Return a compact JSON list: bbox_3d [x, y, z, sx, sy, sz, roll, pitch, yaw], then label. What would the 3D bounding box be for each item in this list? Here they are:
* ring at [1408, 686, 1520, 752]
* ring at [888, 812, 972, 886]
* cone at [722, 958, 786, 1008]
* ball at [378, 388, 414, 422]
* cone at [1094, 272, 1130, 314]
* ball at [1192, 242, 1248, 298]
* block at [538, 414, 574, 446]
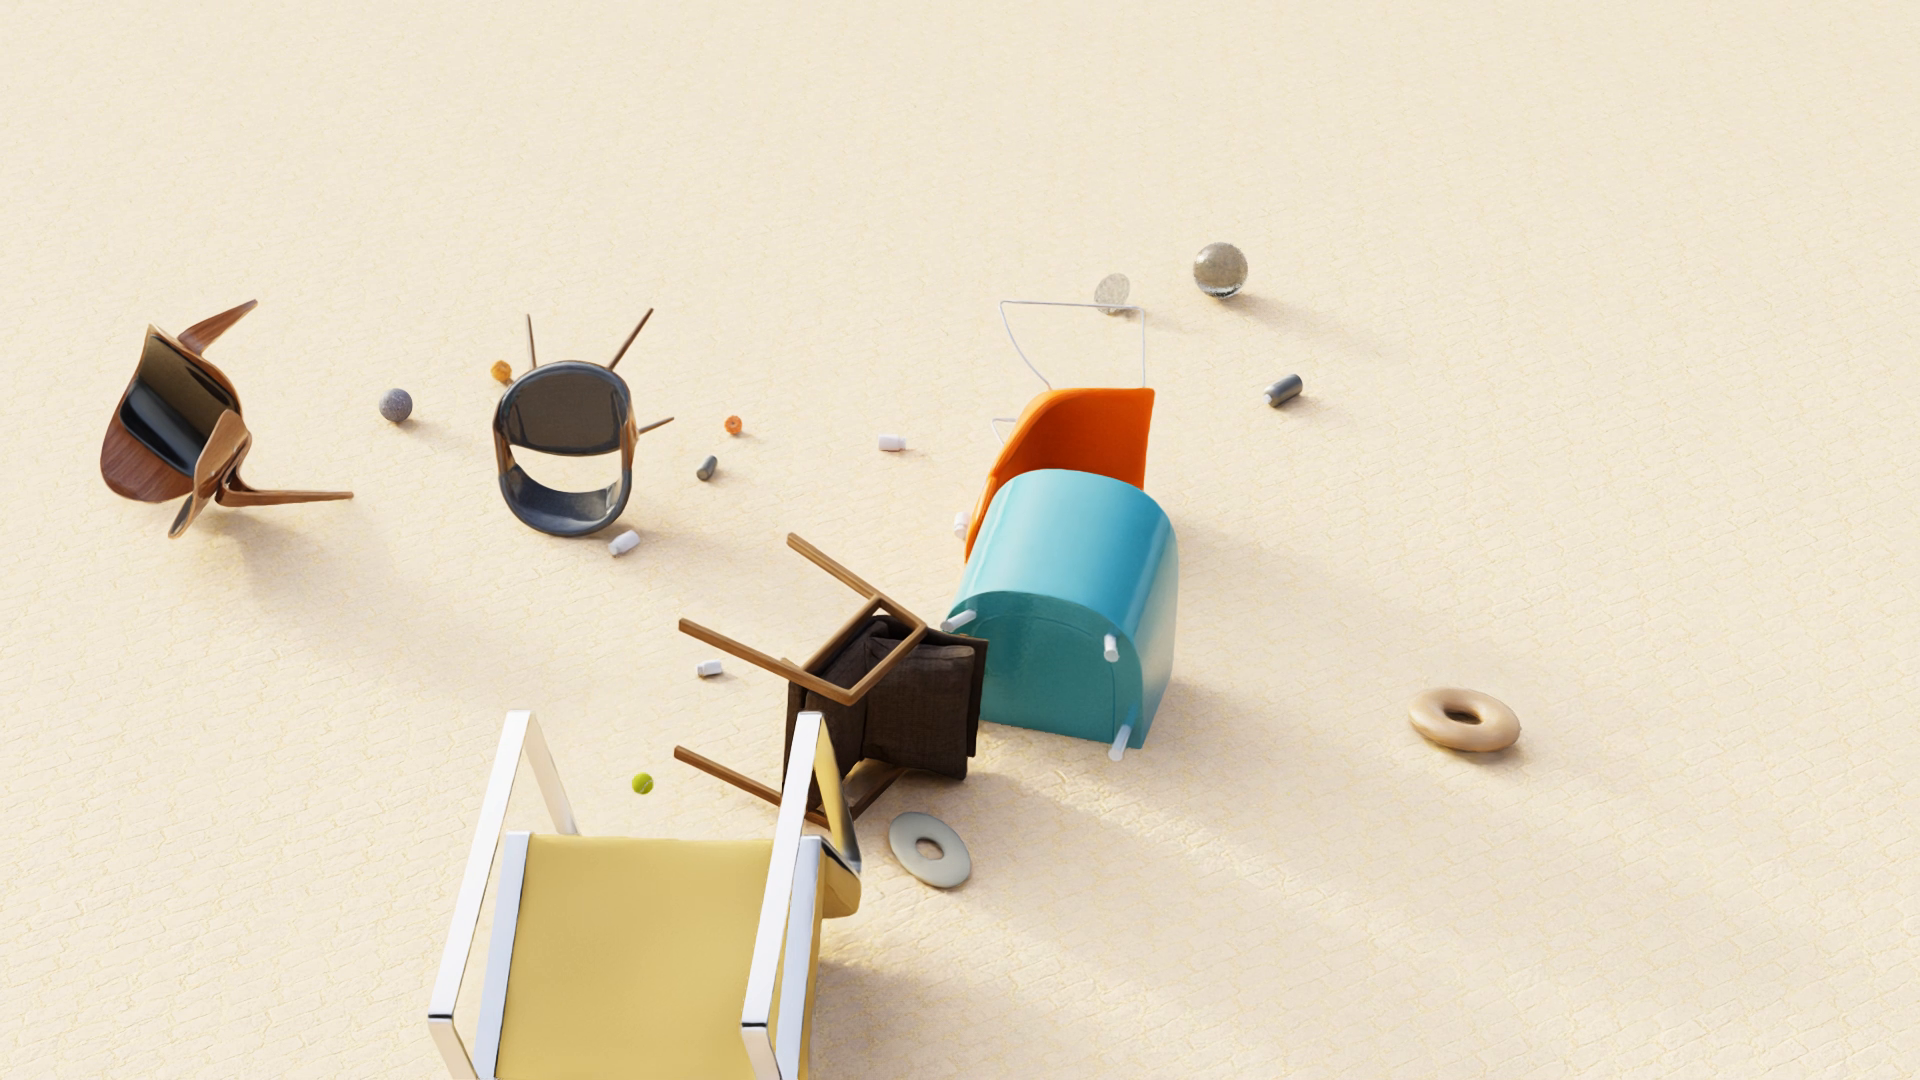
[{"bbox_3d":[1.707,0.605,9.933,0.349,0.075,0.407,-19,34,-36],"label":"ring"},{"bbox_3d":[-0.098,0.991,9.397,0.225,0.050,0.393,-15,37,-22],"label":"ring"},{"bbox_3d":[-0.617,1.307,8.895,0.204,0.140,0.215,-26,12,5],"label":"cone"},{"bbox_3d":[-2.239,-0.536,11.634,0.136,0.136,0.136,0,33,0],"label":"ball"},{"bbox_3d":[0.670,-1.028,12.445,0.181,0.094,0.188,1,70,37],"label":"cone"},{"bbox_3d":[1.107,-1.146,12.466,0.240,0.240,0.240,0,33,0],"label":"ball"},{"bbox_3d":[-1.592,-0.434,11.559,0.109,0.049,0.119,-14,36,-21],"label":"block"}]
